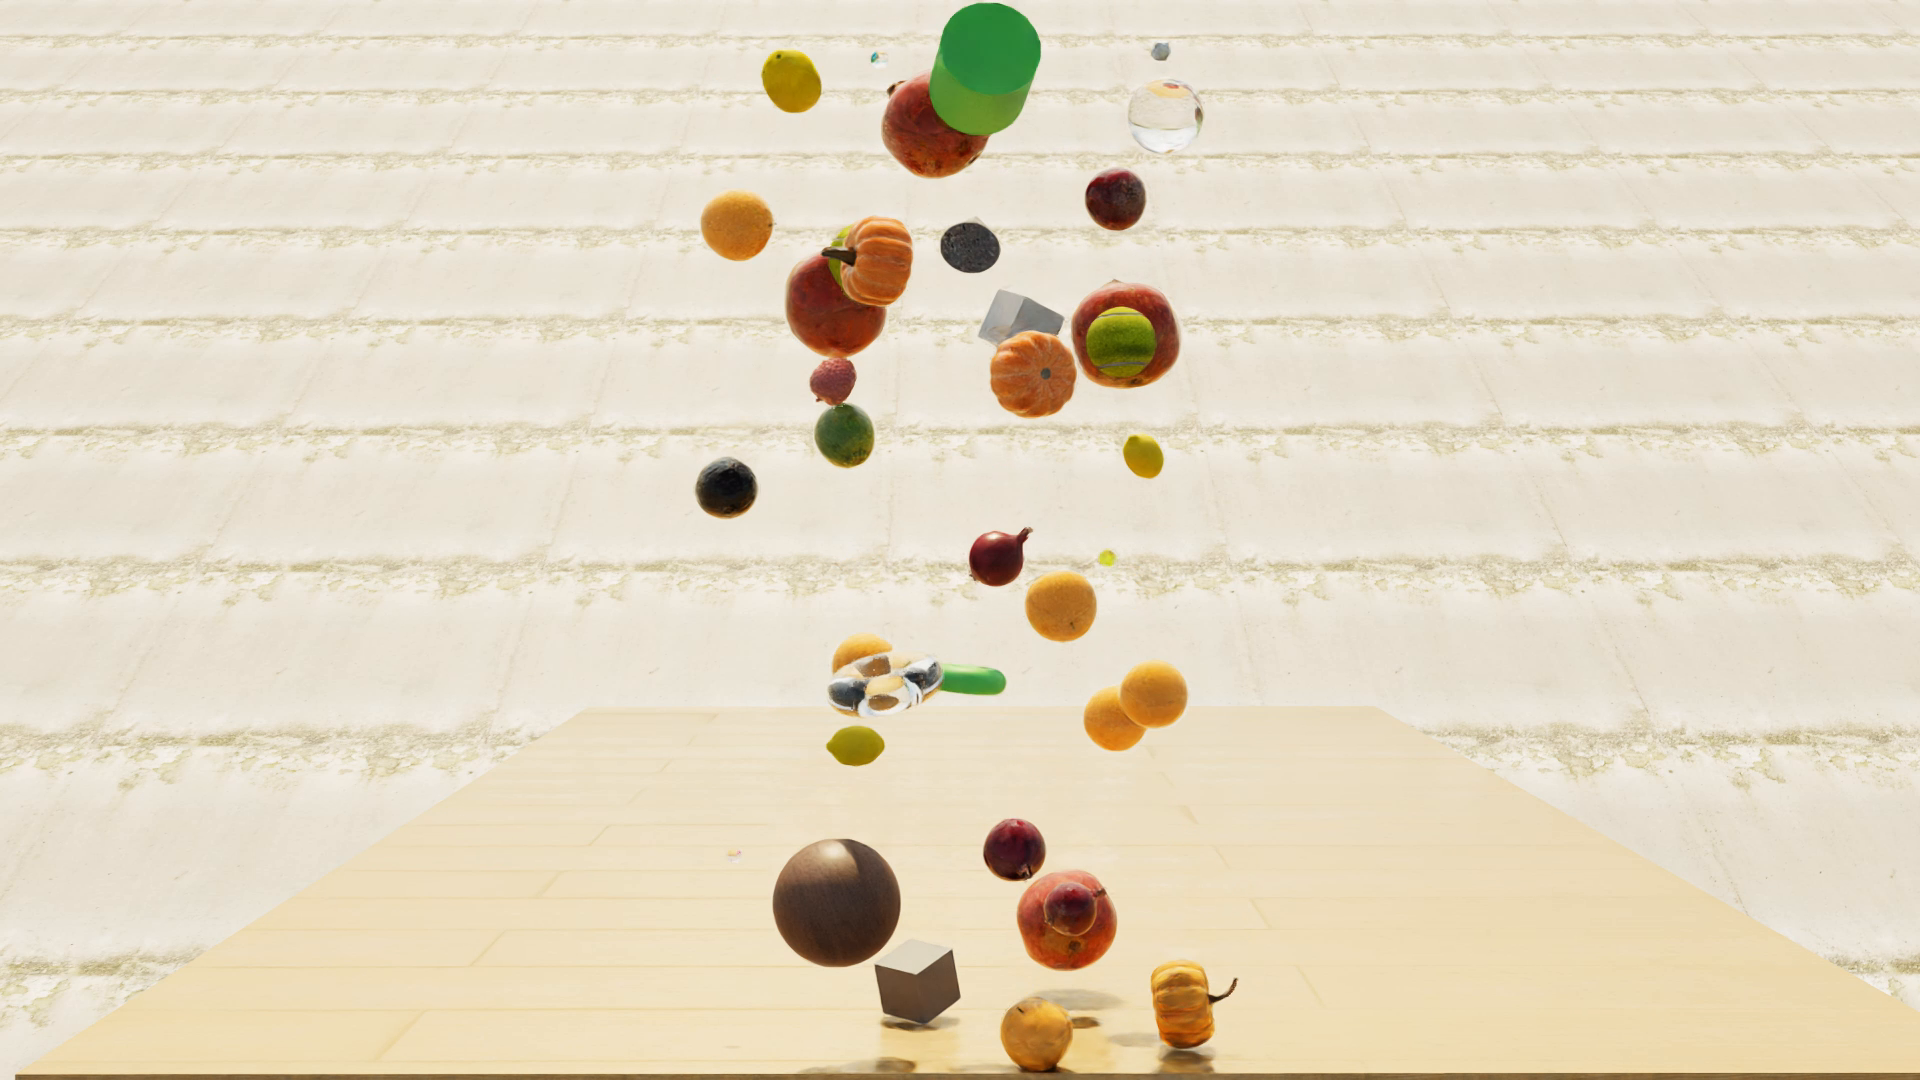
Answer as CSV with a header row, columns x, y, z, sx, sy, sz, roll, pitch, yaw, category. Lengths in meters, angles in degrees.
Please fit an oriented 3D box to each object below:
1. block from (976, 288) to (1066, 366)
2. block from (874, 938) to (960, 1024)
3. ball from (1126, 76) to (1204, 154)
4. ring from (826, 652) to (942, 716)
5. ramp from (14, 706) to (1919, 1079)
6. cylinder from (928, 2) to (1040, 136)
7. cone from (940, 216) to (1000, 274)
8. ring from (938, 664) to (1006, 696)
x,y,z,sx,sy,sz,roll,pitch,yaw,category
0.059,-0.204,2.473,0.051,0.051,0.051,24,0,-32,block
-0.046,0.482,2.819,0.062,0.062,0.062,6,24,39,block
0.187,-0.386,2.345,0.070,0.070,0.070,0,26,0,ball
-0.078,0.148,2.663,0.123,0.041,0.123,-11,14,3,ring
0.058,0.527,4.564,2.000,0.100,4.000,0,2,0,ramp
0.023,-0.448,2.454,0.095,0.095,0.095,-4,-14,-9,cylinder
0.011,-0.259,2.163,0.051,0.051,0.051,3,40,6,cone
0.007,0.147,2.713,0.083,0.028,0.083,6,0,0,ring
